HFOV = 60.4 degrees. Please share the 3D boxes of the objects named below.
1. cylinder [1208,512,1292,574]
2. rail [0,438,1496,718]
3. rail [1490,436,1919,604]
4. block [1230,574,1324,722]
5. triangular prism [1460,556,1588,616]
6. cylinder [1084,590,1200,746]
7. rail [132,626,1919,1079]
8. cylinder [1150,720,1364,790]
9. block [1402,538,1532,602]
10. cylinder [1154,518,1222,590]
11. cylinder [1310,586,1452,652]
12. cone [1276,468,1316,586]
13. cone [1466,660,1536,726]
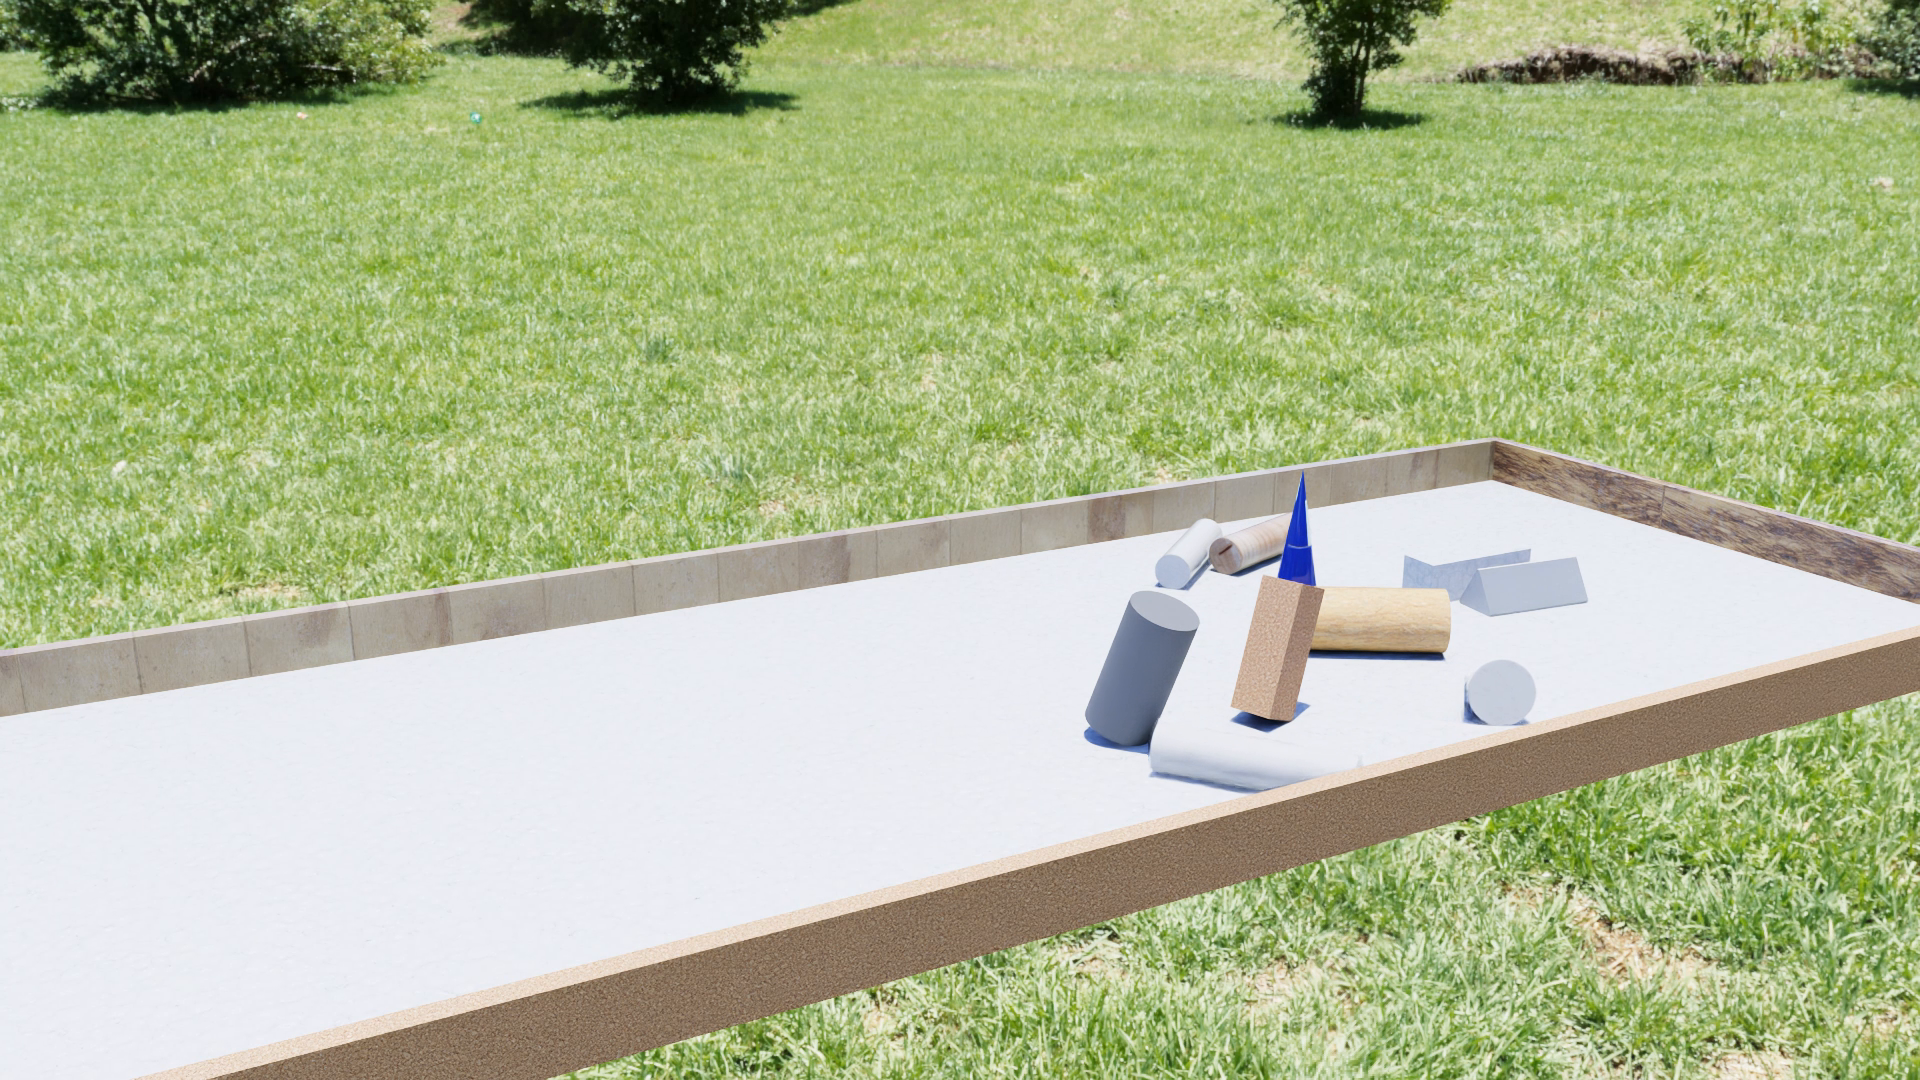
[{"bbox_3d":[0.935,0.008,5.127,0.114,0.114,0.401,14,22,40],"label":"cylinder"},{"bbox_3d":[-3.305,0.497,3.399,12.000,0.150,0.050,-9,18,-27],"label":"rail"},{"bbox_3d":[2.466,-0.048,5.253,0.050,0.150,2.100,-9,18,-27],"label":"rail"},{"bbox_3d":[0.748,0.255,3.886,0.108,0.322,0.108,15,2,41],"label":"block"},{"bbox_3d":[1.619,0.121,4.723,0.344,0.117,0.136,-6,17,-21],"label":"triangular prism"},{"bbox_3d":[0.411,0.291,3.741,0.165,0.314,0.165,15,26,-7],"label":"cylinder"},{"bbox_3d":[-2.336,1.006,1.665,12.000,0.150,0.050,-9,18,-27],"label":"rail"},{"bbox_3d":[0.633,0.477,3.537,0.437,0.109,0.109,7,18,24],"label":"cylinder"},{"bbox_3d":[1.484,0.091,4.831,0.376,0.120,0.120,-8,18,-26],"label":"block"},{"bbox_3d":[0.701,0.039,5.031,0.107,0.107,0.417,6,18,21],"label":"cylinder"},{"bbox_3d":[1.053,0.208,4.346,0.436,0.169,0.169,1,16,3],"label":"cylinder"},{"bbox_3d":[0.914,0.027,4.457,0.154,0.454,0.154,0,16,0],"label":"cone"},{"bbox_3d":[1.278,0.349,4.031,0.158,0.158,0.333,1,3,3],"label":"cone"}]
